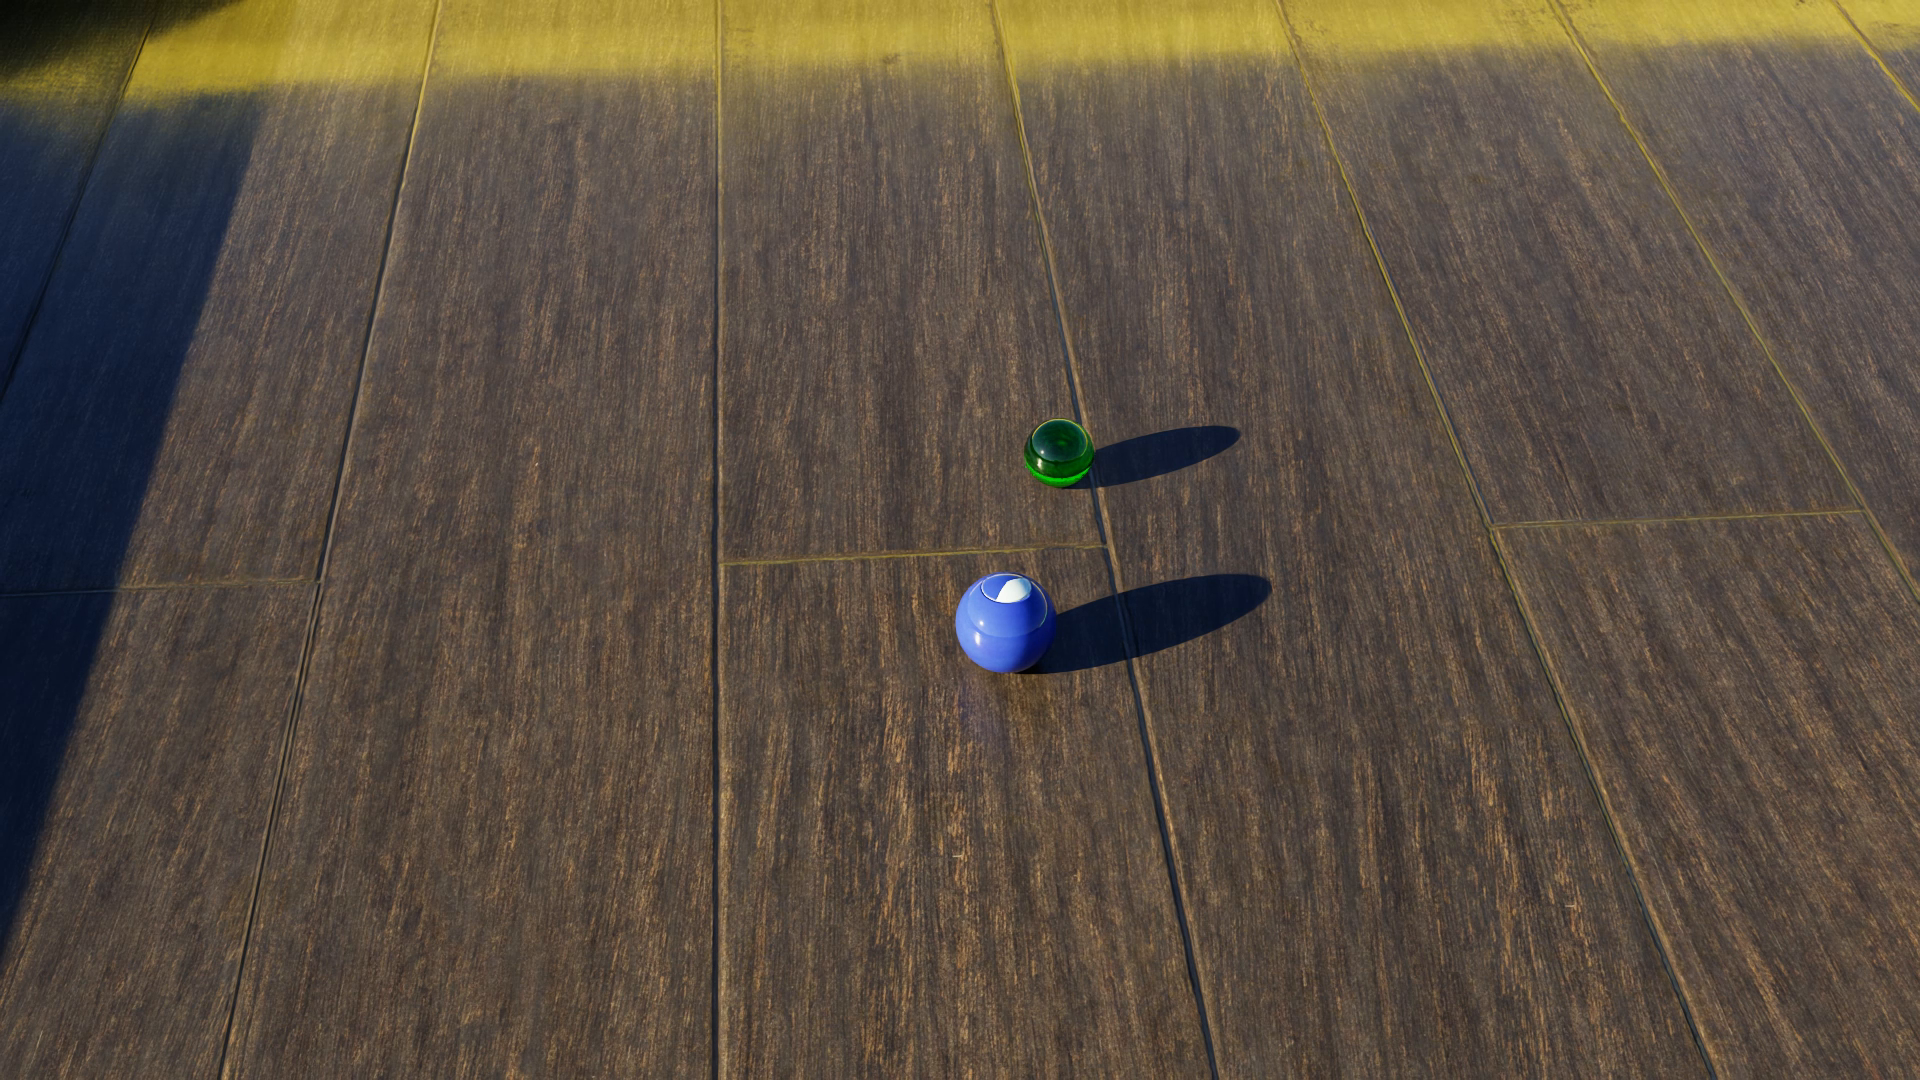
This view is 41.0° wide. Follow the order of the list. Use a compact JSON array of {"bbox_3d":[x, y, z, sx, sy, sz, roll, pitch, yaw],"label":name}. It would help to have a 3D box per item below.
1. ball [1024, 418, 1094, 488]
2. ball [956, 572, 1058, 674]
[{"bbox_3d":[0.065,-0.058,1.693,0.046,0.046,0.046,0,37,0],"label":"ball"},{"bbox_3d":[0.028,0.049,1.535,0.061,0.061,0.061,0,37,0],"label":"ball"}]
